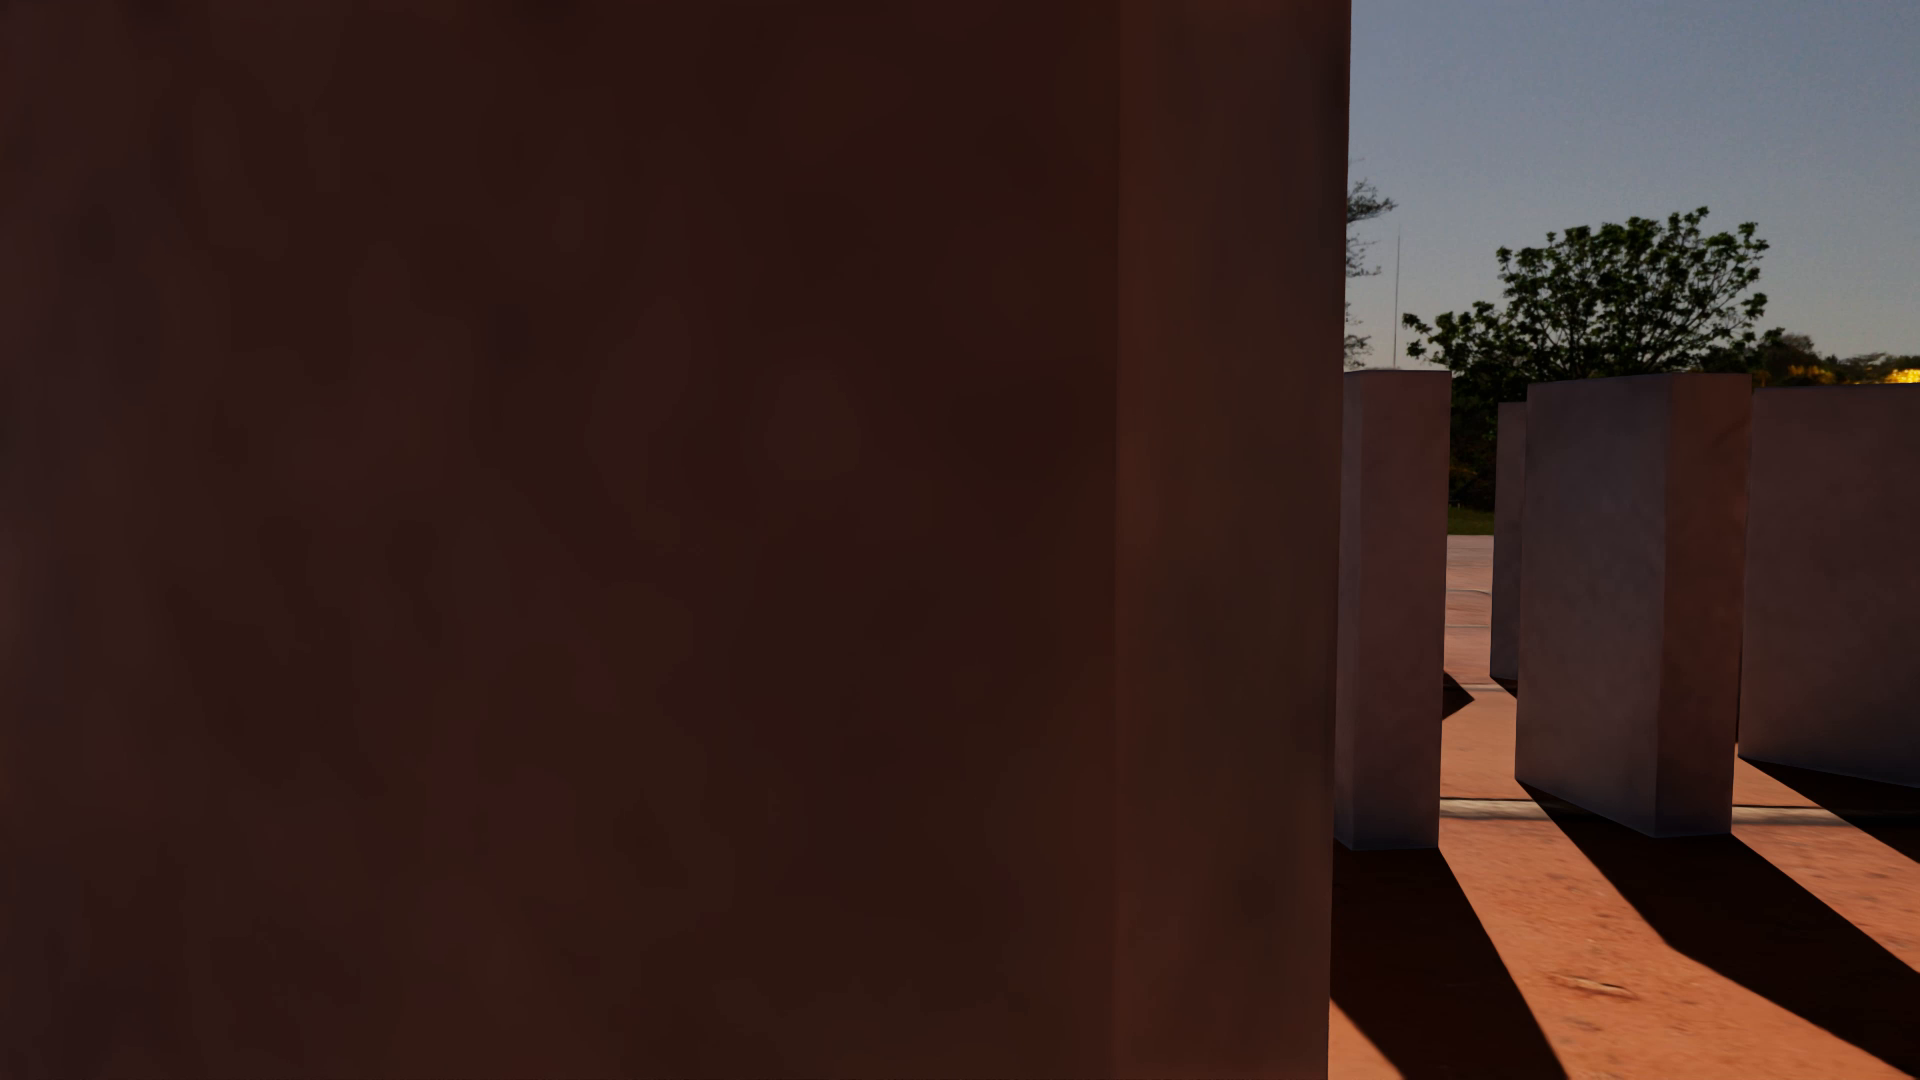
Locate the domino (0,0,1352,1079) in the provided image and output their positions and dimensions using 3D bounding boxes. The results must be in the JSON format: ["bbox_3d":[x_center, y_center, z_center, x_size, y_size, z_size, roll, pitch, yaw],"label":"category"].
[{"bbox_3d":[-0.007,0.016,0.024,0.025,0.050,0.009,2,5,29],"label":"domino"}]

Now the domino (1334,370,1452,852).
[{"bbox_3d":[0.044,0.007,0.145,0.010,0.050,0.025,-1,4,-7],"label":"domino"}]

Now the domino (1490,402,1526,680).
[{"bbox_3d":[0.109,0.000,0.238,0.025,0.050,0.009,-4,6,-42],"label":"domino"}]

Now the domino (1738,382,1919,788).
[{"bbox_3d":[0.117,0.005,0.166,0.009,0.050,0.025,-3,6,-39],"label":"domino"}]

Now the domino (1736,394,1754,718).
[{"bbox_3d":[0.129,0.002,0.206,0.025,0.050,0.009,-1,5,-19],"label":"domino"}]

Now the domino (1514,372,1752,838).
[{"bbox_3d":[0.077,0.006,0.150,0.009,0.050,0.025,-1,4,-10],"label":"domino"}]
